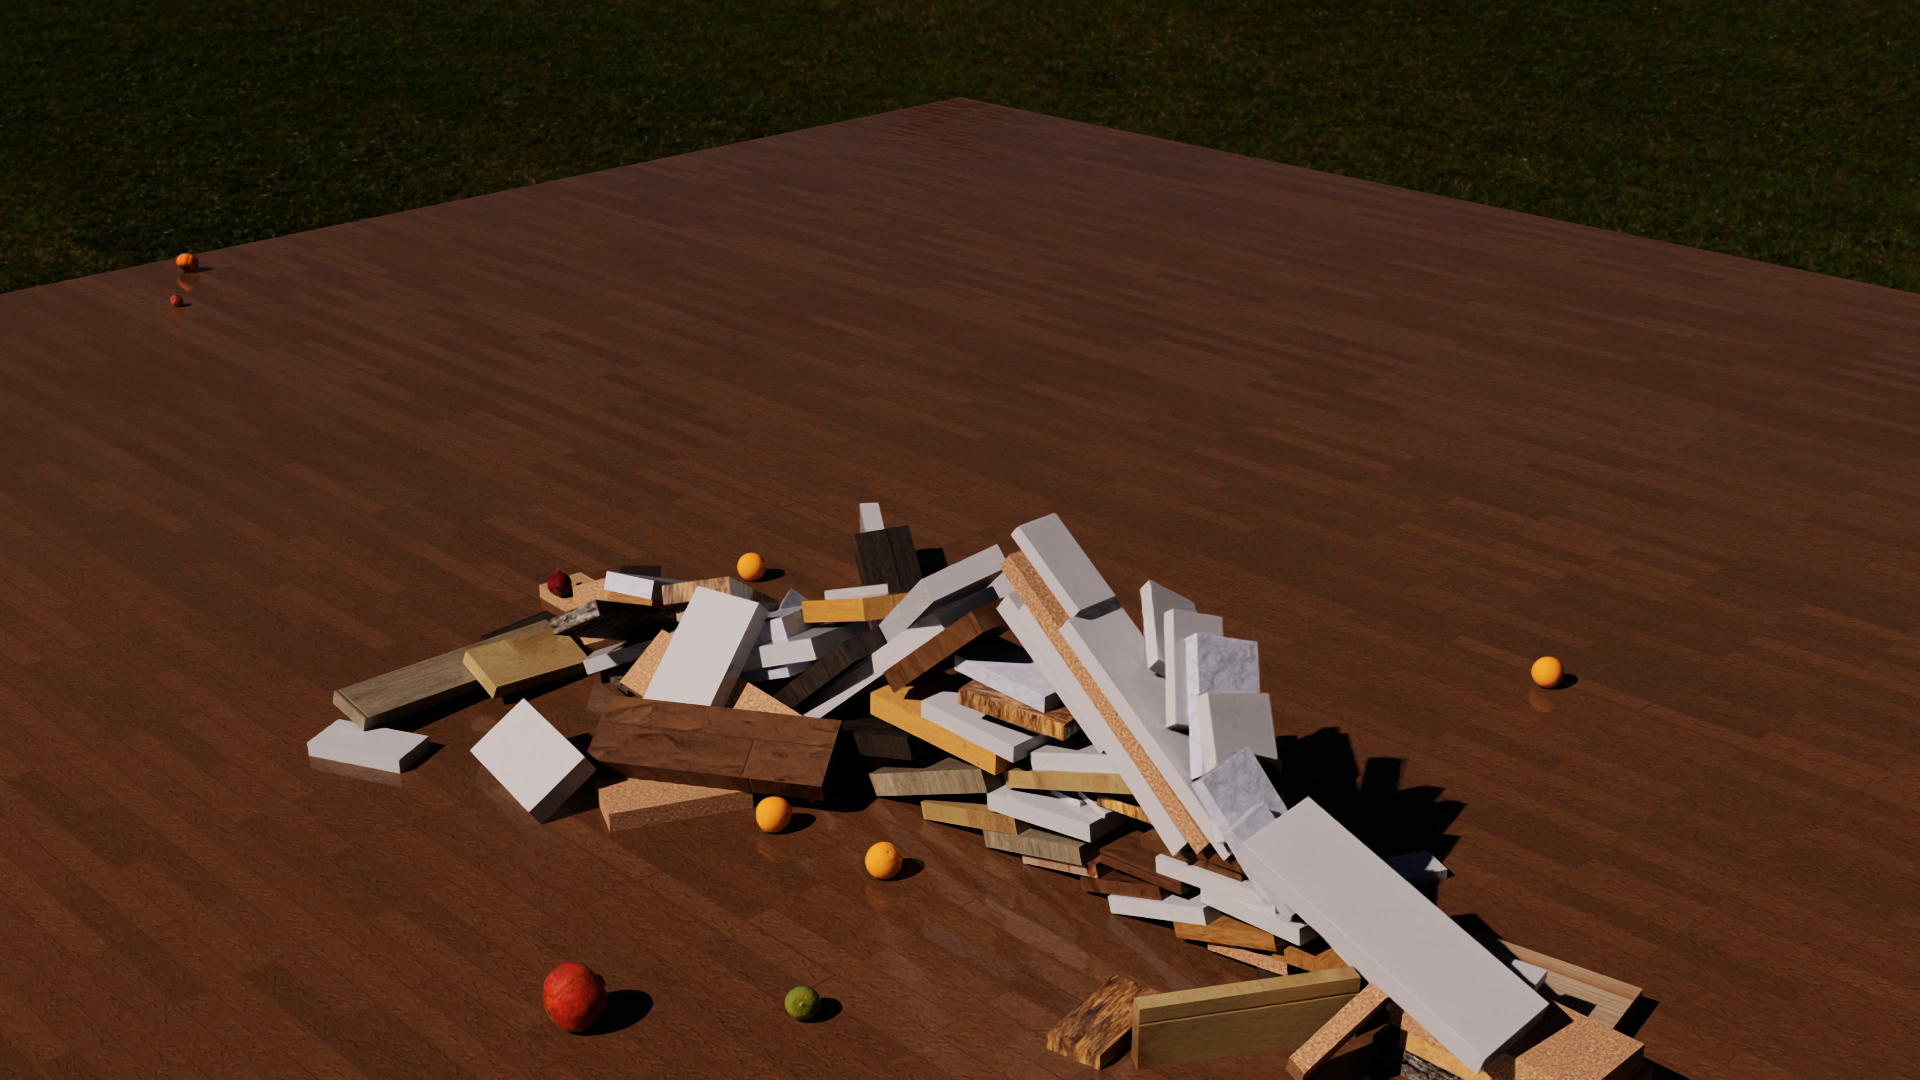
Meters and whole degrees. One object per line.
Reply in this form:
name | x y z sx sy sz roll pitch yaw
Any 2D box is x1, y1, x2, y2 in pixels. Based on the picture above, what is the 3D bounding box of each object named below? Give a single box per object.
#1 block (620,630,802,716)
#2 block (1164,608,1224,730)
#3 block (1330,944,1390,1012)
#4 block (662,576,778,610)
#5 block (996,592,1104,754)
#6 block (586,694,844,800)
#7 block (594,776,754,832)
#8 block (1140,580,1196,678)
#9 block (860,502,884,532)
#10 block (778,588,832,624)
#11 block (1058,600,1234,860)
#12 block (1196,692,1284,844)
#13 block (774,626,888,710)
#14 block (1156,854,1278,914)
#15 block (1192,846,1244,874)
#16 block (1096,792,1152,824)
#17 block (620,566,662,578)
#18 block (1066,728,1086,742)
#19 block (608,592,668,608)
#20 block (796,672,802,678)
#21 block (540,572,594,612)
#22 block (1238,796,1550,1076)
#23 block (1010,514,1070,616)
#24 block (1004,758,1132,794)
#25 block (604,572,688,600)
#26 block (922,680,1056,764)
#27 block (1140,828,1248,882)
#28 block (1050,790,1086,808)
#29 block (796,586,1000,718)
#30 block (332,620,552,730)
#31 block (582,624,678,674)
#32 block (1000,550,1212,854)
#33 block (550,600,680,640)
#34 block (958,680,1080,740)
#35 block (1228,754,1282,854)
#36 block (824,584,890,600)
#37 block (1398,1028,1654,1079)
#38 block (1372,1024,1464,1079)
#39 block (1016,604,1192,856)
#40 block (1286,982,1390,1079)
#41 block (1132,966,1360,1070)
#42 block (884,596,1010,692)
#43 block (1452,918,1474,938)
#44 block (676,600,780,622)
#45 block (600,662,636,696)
block | -0.512 0.355 4.685 0.484 0.042 0.147 28 72 34
block | 0.424 0.238 3.970 0.107 0.214 0.030 10 -22 -25
block | 0.719 0.713 3.770 0.114 0.032 0.229 -22 61 -41
block | -0.546 0.144 5.057 0.155 0.044 0.421 -8 -10 9
block | 0.235 0.226 4.148 0.171 0.049 0.343 -20 67 -40
block | -0.502 0.424 4.508 0.504 0.048 0.169 5 48 12
block | -0.584 0.518 4.487 0.294 0.042 0.147 -8 24 -18
block | 0.392 0.176 4.067 0.107 0.030 0.214 27 36 -22
block | -0.209 0.050 5.426 0.048 0.169 0.338 -3 23 -6
block | -0.290 0.223 4.982 0.277 0.039 0.139 34 17 -5
block | 0.375 0.336 3.957 0.131 0.037 0.512 -20 67 -40
block | 0.497 0.400 3.867 0.130 0.261 0.037 3 -18 -27
block | -0.243 0.263 4.585 0.164 0.046 0.328 -22 -10 -37
block | 0.492 0.598 3.950 0.267 0.032 0.114 14 26 42
block | 0.494 0.557 3.898 0.076 0.022 0.153 -18 19 -36
block | 0.346 0.494 4.108 0.162 0.023 0.081 16 24 35
block | -0.792 0.114 5.371 0.097 0.028 0.194 0 23 1
block | 0.182 0.343 4.255 0.159 0.023 0.080 18 29 33
block | -0.704 0.157 5.202 0.128 0.036 0.256 10 0 29
block | -0.379 0.288 4.966 0.158 0.022 0.079 -27 24 4
block | -0.862 0.168 5.323 0.118 0.034 0.390 -19 30 -38
block | 0.699 0.635 3.583 0.166 0.047 0.520 -29 55 -32
block | 0.190 0.046 4.088 0.098 0.028 0.196 -20 67 -40
block | 0.245 0.438 4.174 0.126 0.036 0.347 -20 10 -39
block | -0.682 0.120 5.244 0.155 0.044 0.310 10 0 36
block | 0.057 0.353 4.296 0.126 0.036 0.252 -21 32 -41
block | 0.442 0.561 3.983 0.231 0.023 0.081 14 26 42
block | 0.218 0.487 4.214 0.045 0.013 0.091 -17 22 -34
block | -0.136 0.248 4.518 0.164 0.047 0.572 -21 -11 -41
block | -1.125 0.298 4.938 0.113 0.032 0.580 34 35 29
block | -0.731 0.245 5.010 0.237 0.034 0.118 -18 7 5
block | 0.305 0.275 4.019 0.139 0.039 0.646 -18 66 -39
block | -0.752 0.187 4.983 0.128 0.036 0.408 -22 -14 23
block | 0.130 0.310 4.200 0.239 0.034 0.120 17 28 31
block | 0.512 0.462 3.817 0.088 0.176 0.025 15 -23 -22
block | -0.219 0.109 4.679 0.134 0.019 0.067 -6 0 0
block | 0.919 0.841 3.584 0.358 0.051 0.179 21 31 40
block | 0.980 0.911 3.549 0.626 0.051 0.179 21 30 40
block | 0.317 0.319 4.052 0.171 0.049 0.540 -16 64 -38
block | 0.638 0.790 3.609 0.243 0.121 0.034 -40 69 -11
block | 0.482 0.805 3.707 0.391 0.122 0.034 -5 24 -13
block | 0.003 0.197 4.323 0.164 0.047 0.329 -21 -10 -41
block | 0.736 0.708 3.962 0.332 0.047 0.166 9 24 42
block | -0.516 0.164 4.962 0.120 0.034 0.240 -12 -12 31
block | -0.755 0.316 4.992 0.067 0.019 0.134 -15 27 -32
